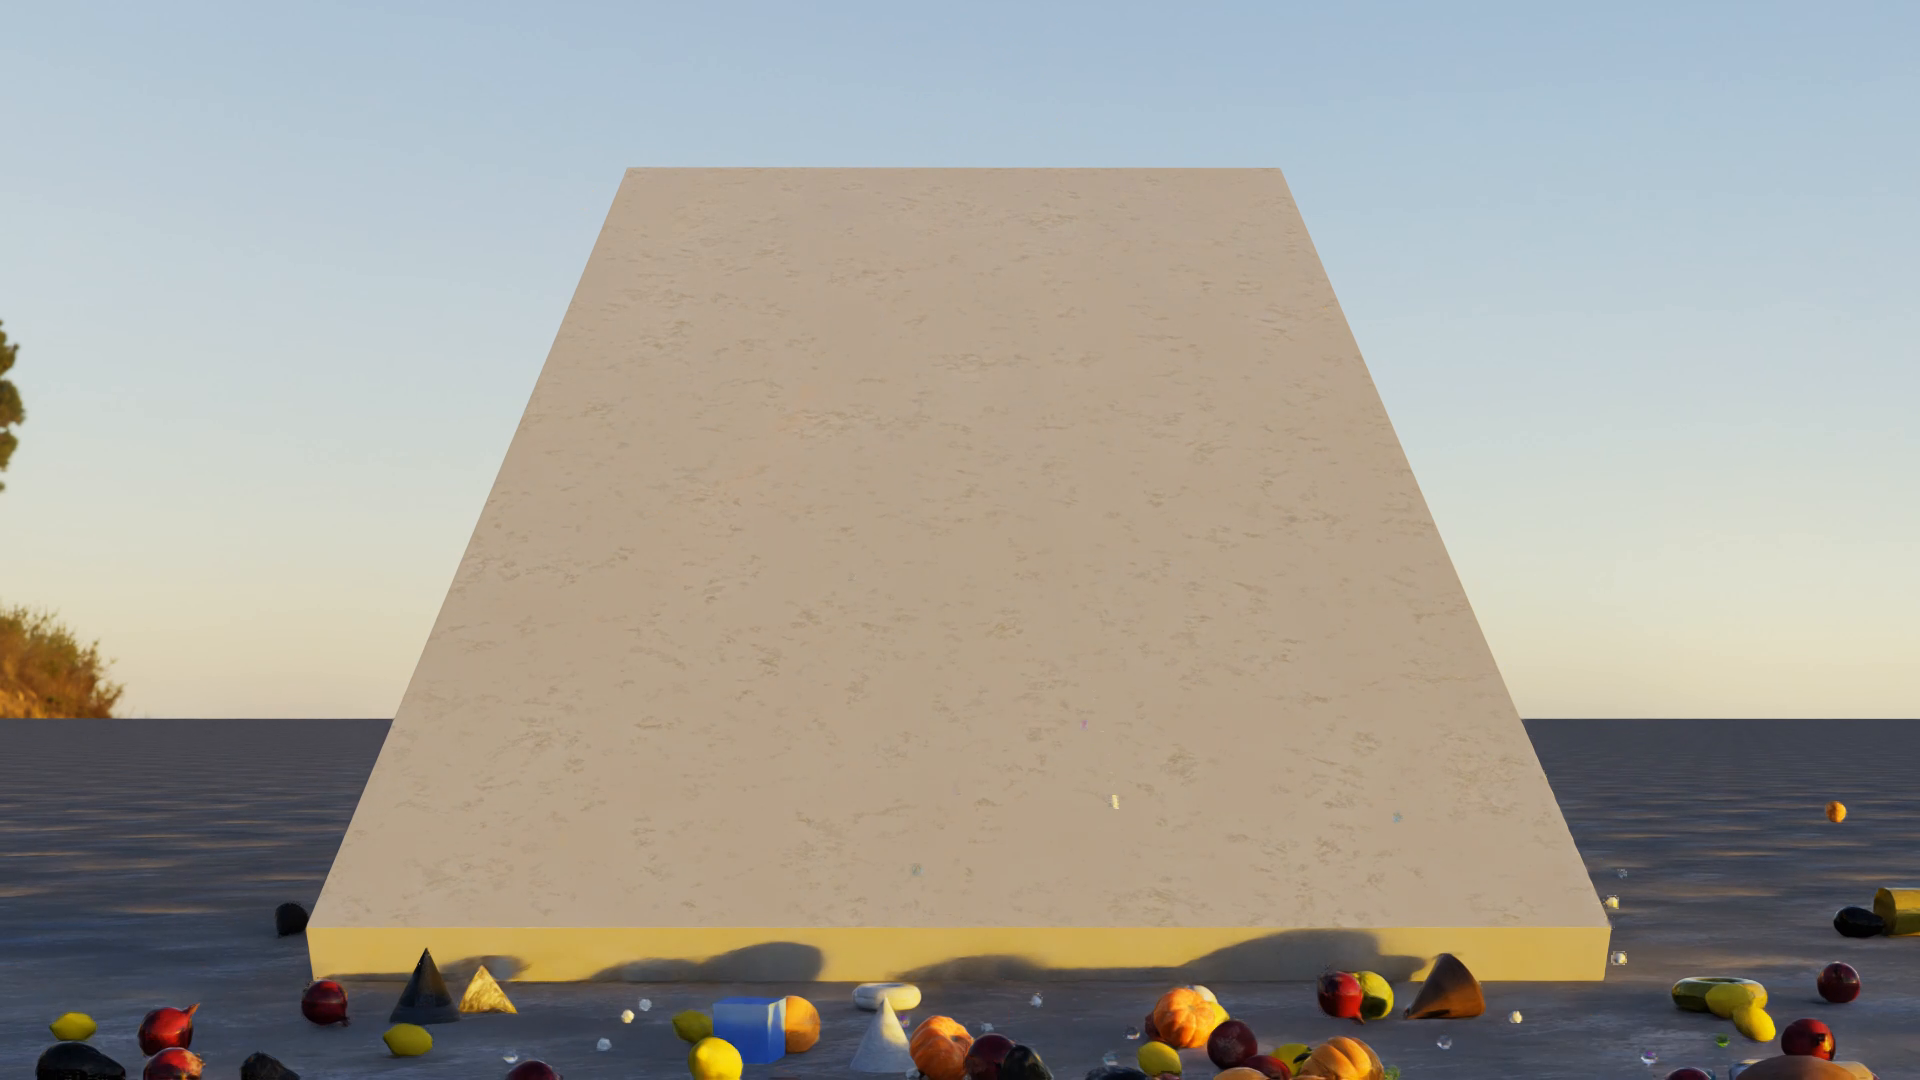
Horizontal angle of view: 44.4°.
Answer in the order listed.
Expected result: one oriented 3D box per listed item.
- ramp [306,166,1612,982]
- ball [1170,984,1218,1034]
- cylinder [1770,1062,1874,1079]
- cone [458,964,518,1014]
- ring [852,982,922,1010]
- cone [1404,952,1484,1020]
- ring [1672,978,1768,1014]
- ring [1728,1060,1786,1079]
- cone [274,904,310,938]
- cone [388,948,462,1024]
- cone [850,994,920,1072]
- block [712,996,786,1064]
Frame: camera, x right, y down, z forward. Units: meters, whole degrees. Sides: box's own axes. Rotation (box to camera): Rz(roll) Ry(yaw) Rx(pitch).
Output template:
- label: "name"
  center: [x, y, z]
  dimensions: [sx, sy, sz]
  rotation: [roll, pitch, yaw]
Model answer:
- label: "ramp"
  center: [-0.009, -0.229, 5.426]
  dimensions: [2.000, 0.100, 4.000]
  rotation: [0, 26, 0]
- label: "ball"
  center: [0.305, 0.609, 3.055]
  dimensions: [0.062, 0.062, 0.062]
  rotation: [0, -4, 0]
- label: "cylinder"
  center: [0.843, 0.548, 2.295]
  dimensions: [0.074, 0.074, 0.074]
  rotation: [1, -4, -10]
- label: "cone"
  center: [-0.645, 0.639, 3.258]
  dimensions: [0.075, 0.075, 0.075]
  rotation: [27, -5, -2]
- label: "ring"
  center: [-0.104, 0.644, 3.317]
  dimensions: [0.098, 0.033, 0.098]
  rotation: [1, -5, 0]
- label: "cone"
  center: [0.645, 0.630, 3.208]
  dimensions: [0.098, 0.098, 0.098]
  rotation: [-27, 5, -19]
- label: "ring"
  center: [1.063, 0.637, 3.291]
  dimensions: [0.128, 0.043, 0.128]
  rotation: [0, -5, 0]
- label: "ring"
  center: [0.898, 0.596, 2.618]
  dimensions: [0.081, 0.027, 0.081]
  rotation: [1, -4, 0]
- label: "cone"
  center: [-1.254, 0.722, 4.370]
  dimensions: [0.067, 0.067, 0.067]
  rotation: [-1, 22, 7]
- label: "cone"
  center: [-0.725, 0.601, 3.192]
  dimensions: [0.098, 0.098, 0.098]
  rotation: [0, -4, 0]
- label: "cone"
  center: [-0.088, 0.577, 2.767]
  dimensions: [0.085, 0.085, 0.085]
  rotation: [0, -4, 0]
- label: "block"
  center: [-0.253, 0.590, 2.831]
  dimensions: [0.069, 0.069, 0.069]
  rotation: [-1, -4, 13]
